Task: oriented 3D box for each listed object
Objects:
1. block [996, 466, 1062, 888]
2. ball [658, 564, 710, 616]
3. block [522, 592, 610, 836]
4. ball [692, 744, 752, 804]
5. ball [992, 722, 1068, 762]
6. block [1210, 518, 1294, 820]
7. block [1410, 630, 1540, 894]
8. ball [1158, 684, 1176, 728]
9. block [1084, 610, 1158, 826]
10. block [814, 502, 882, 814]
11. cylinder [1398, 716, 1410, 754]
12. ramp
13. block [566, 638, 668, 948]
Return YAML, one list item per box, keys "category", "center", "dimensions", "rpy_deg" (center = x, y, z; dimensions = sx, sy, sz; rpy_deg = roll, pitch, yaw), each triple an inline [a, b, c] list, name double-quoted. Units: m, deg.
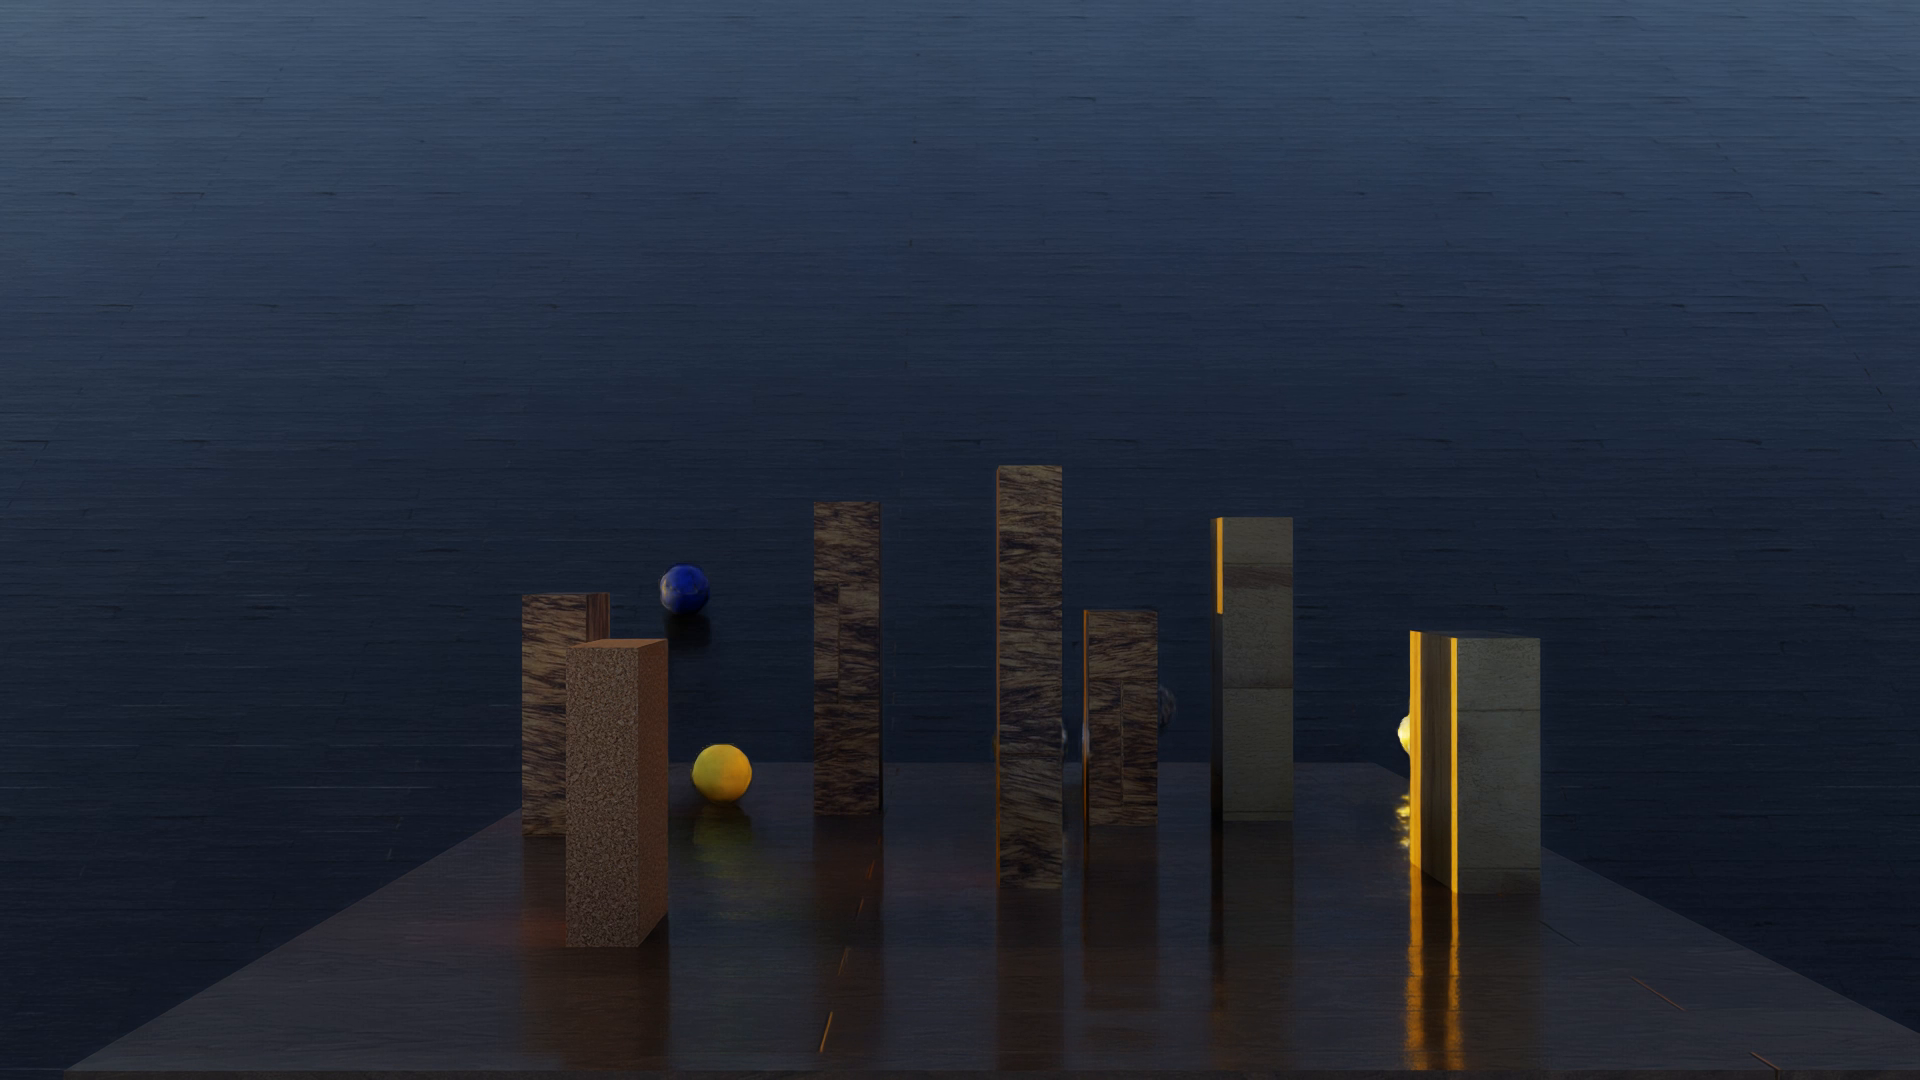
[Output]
- category: "block"
  center: [0.113, 0.221, 4.291]
  dimensions: [0.101, 0.679, 0.276]
  rpy_deg: [0, 0, 0]
- category: "ball"
  center: [-0.790, 0.143, 7.428]
  dimensions: [0.147, 0.147, 0.147]
  rpy_deg: [0, 31, 0]
- category: "block"
  center: [-0.774, 0.336, 5.103]
  dimensions: [0.121, 0.459, 0.339]
  rpy_deg: [0, 0, 0]
- category: "ball"
  center: [-0.514, 0.505, 5.600]
  dimensions: [0.128, 0.128, 0.128]
  rpy_deg: [0, 31, 0]
- category: "ball"
  center: [0.168, 0.480, 6.155]
  dimensions: [0.183, 0.183, 0.183]
  rpy_deg: [0, 31, 0]
- category: "block"
  center: [0.600, 0.261, 5.346]
  dimensions: [0.142, 0.611, 0.250]
  rpy_deg: [0, 0, 0]
- category: "block"
  center: [0.851, 0.358, 4.301]
  dimensions: [0.132, 0.403, 0.423]
  rpy_deg: [0, 0, 0]
- category: "ball"
  center: [0.522, 0.446, 6.950]
  dimensions: [0.119, 0.119, 0.119]
  rpy_deg: [0, 31, 0]
- category: "block"
  center: [0.323, 0.355, 5.248]
  dimensions: [0.135, 0.422, 0.249]
  rpy_deg: [0, 0, 0]
- category: "block"
  center: [-0.234, 0.244, 5.480]
  dimensions: [0.134, 0.646, 0.274]
  rpy_deg: [0, 0, 0]
- category: "cylinder"
  center: [1.165, 0.474, 6.401]
  dimensions: [0.114, 0.114, 0.114]
  rpy_deg: [-22, -5, -32]
- category: "ramp"
  center: [0.069, 0.612, 4.685]
  dimensions: [2.000, 0.100, 4.000]
  rpy_deg: [0, 0, 0]
- category: "block"
  center: [-0.489, 0.352, 3.718]
  dimensions: [0.099, 0.409, 0.365]
  rpy_deg: [0, 0, 0]
